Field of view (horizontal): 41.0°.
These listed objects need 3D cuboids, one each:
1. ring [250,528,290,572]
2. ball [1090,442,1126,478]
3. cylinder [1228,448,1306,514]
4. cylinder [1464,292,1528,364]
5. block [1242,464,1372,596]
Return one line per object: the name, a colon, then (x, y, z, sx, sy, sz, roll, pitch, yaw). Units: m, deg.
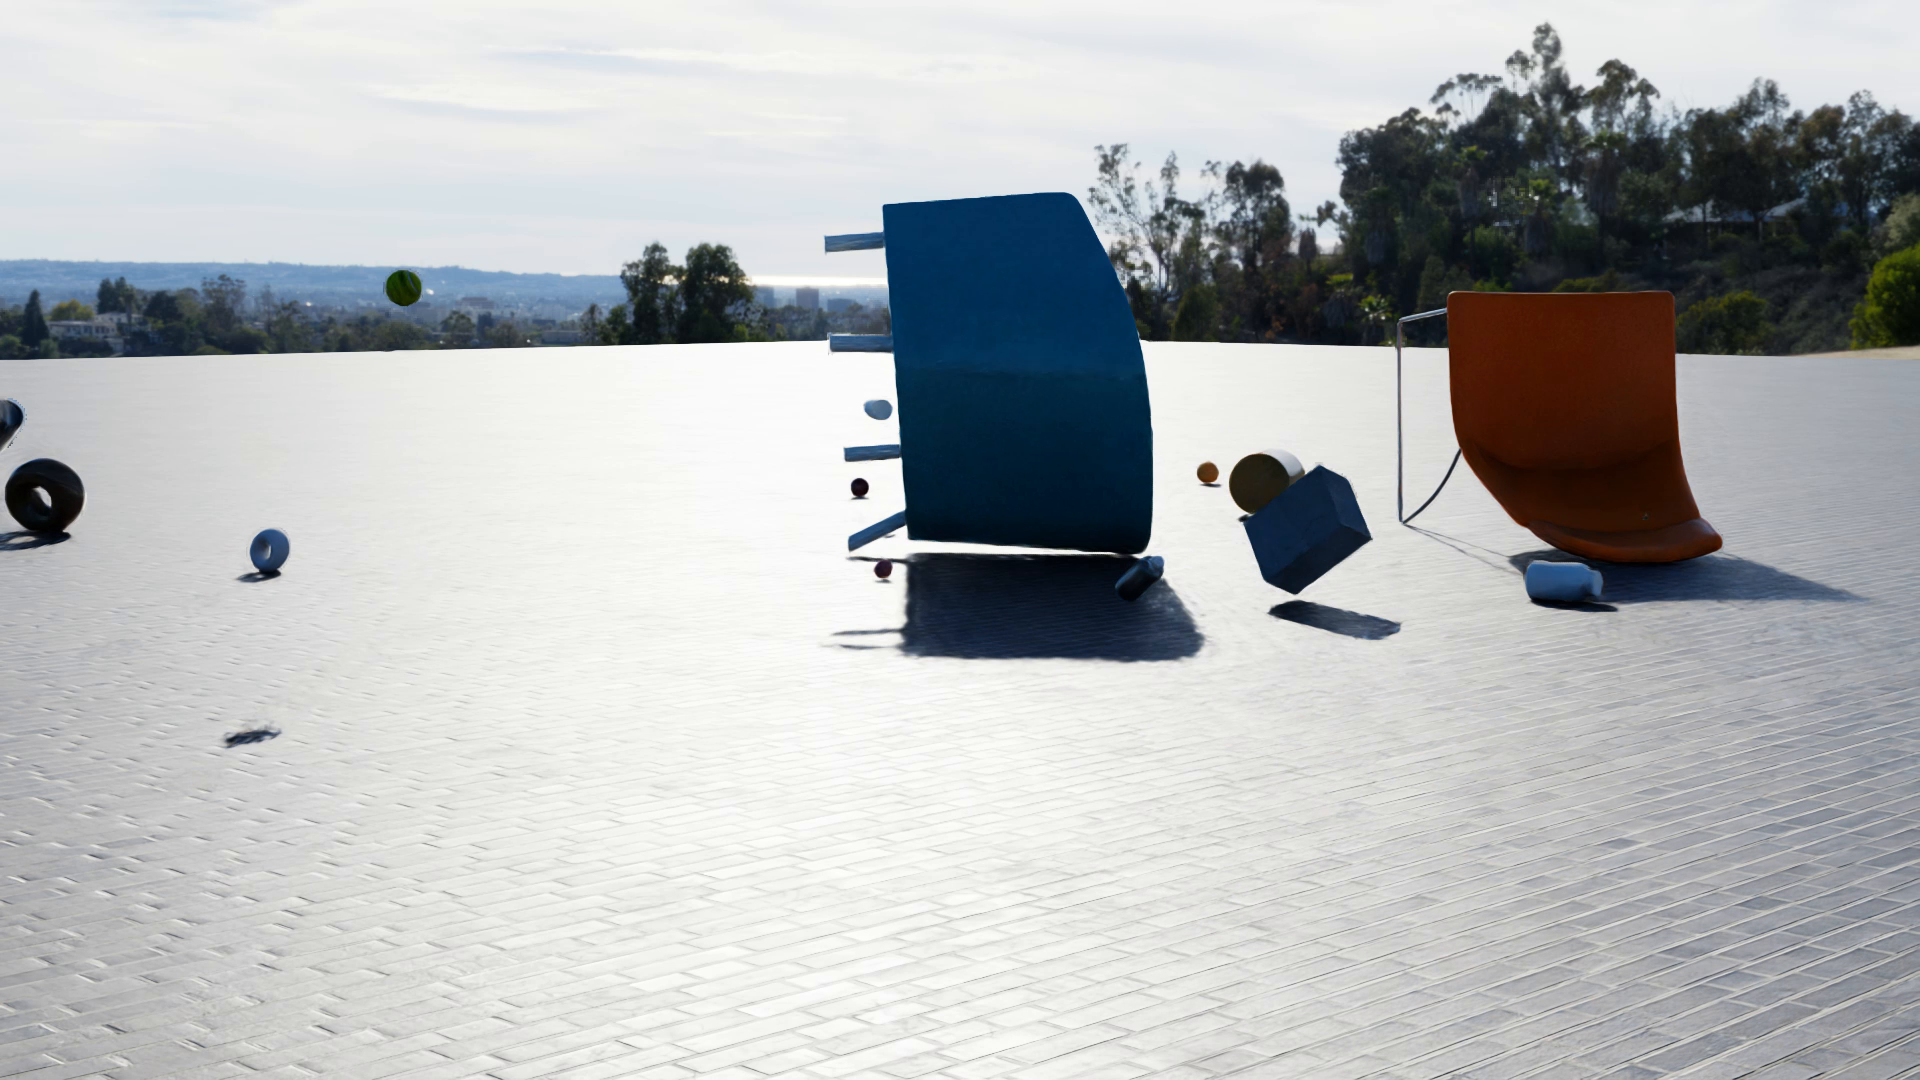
ring: (-1.542, 0.022, 5.732, 0.083, 0.101, 0.057, 27, 16, 17)
ball: (0.481, -0.258, 8.350, 0.116, 0.116, 0.116, 0, 6, 0)
cylinder: (0.858, -0.163, 7.151, 0.173, 0.172, 0.198, -41, -9, 19)
cylinder: (1.486, -0.590, 7.114, 0.131, 0.164, 0.120, 15, 13, -25)
block: (0.705, -0.019, 5.218, 0.100, 0.155, 0.211, 22, -50, -41)
